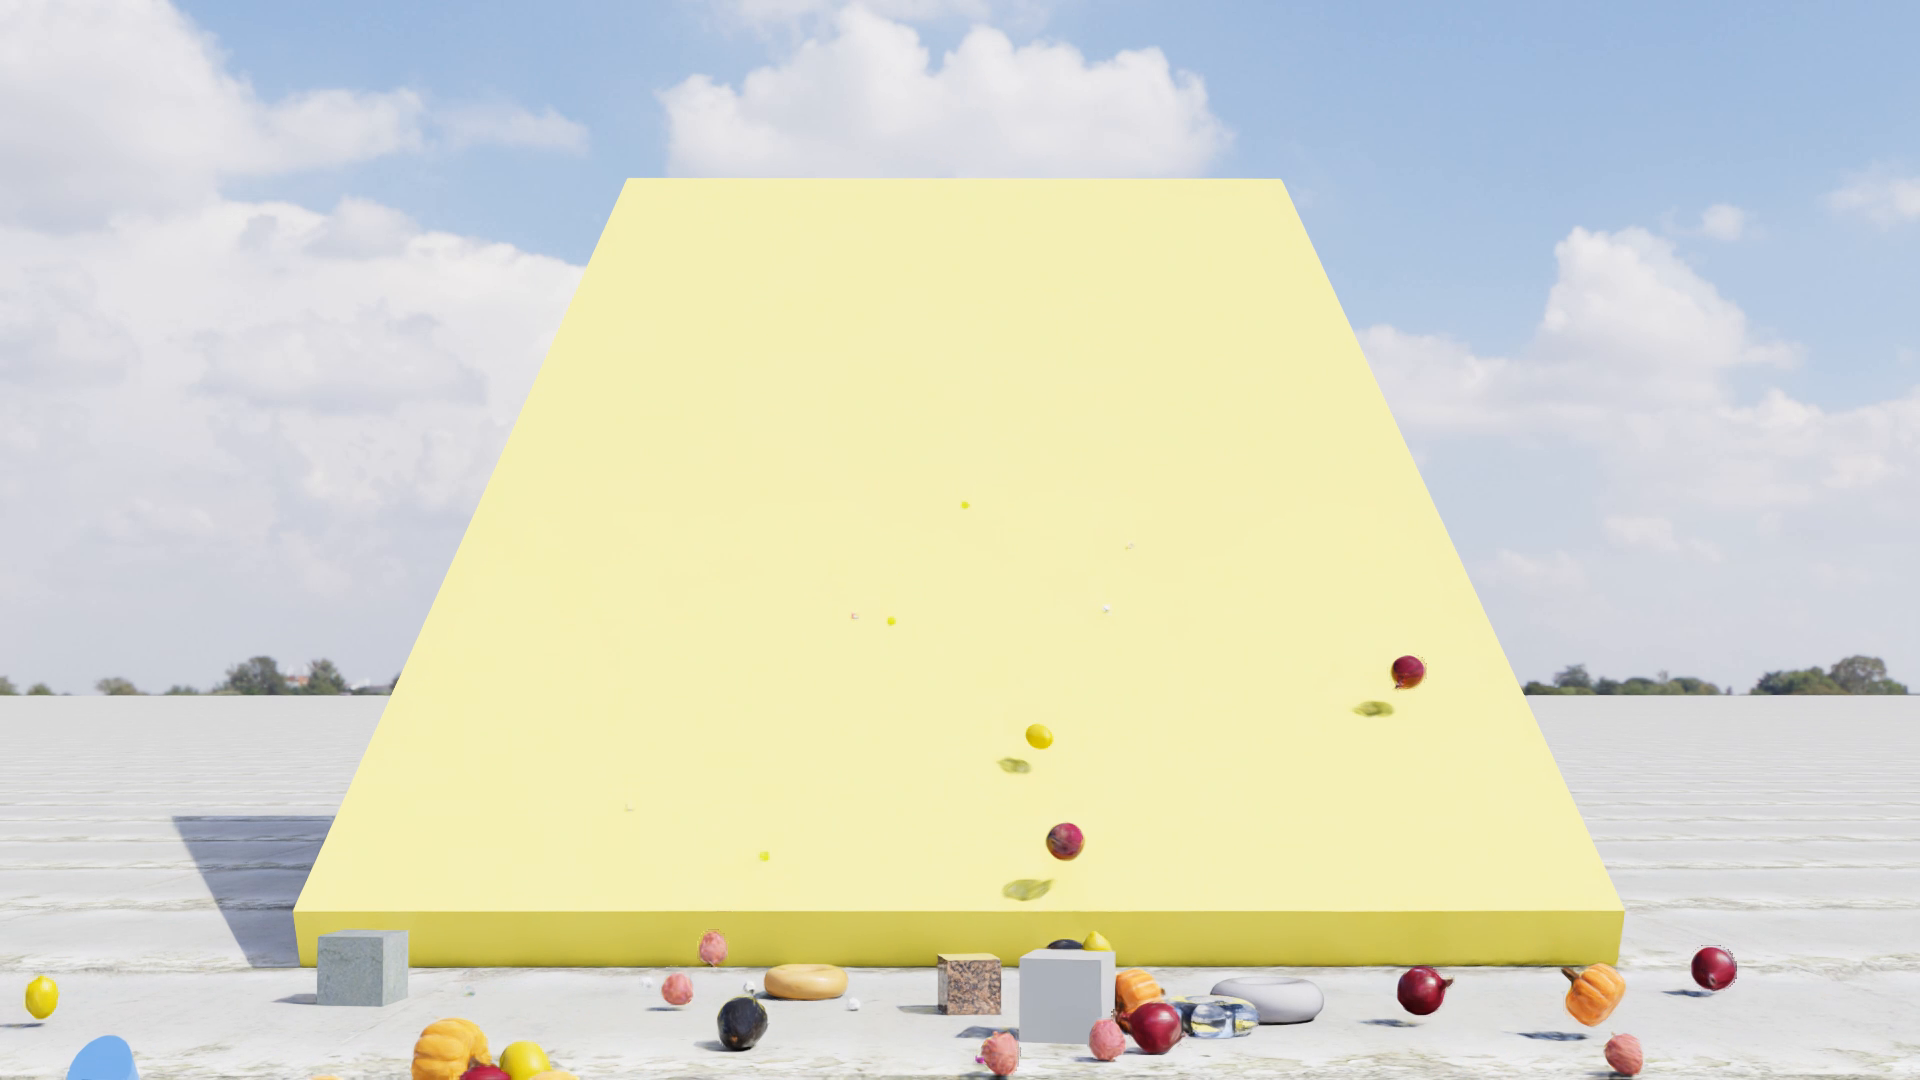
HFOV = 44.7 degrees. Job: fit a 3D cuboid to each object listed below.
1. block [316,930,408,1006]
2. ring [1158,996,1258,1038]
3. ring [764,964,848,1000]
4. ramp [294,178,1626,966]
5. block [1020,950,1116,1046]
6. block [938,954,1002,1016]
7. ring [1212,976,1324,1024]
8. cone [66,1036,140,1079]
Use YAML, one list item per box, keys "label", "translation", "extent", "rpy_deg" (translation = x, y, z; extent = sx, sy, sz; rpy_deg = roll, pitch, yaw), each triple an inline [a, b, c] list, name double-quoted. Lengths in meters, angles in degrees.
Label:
- label: "block"
  translation: [-0.805, 0.577, 3.150]
  extent: [0.091, 0.091, 0.091]
  rpy_deg: [0, -4, 8]
- label: "ring"
  translation: [0.305, 0.584, 2.863]
  extent: [0.123, 0.041, 0.123]
  rpy_deg: [1, -4, 0]
- label: "ring"
  translation: [-0.211, 0.607, 3.206]
  extent: [0.117, 0.039, 0.117]
  rpy_deg: [1, -2, 0]
- label: "ramp"
  translation: [-0.009, -0.229, 5.345]
  extent: [2.000, 0.100, 4.000]
  rpy_deg: [0, 25, 0]
- label: "block"
  translation: [0.131, 0.552, 2.826]
  extent: [0.100, 0.100, 0.100]
  rpy_deg: [-1, -4, 13]
- label: "block"
  translation: [0.012, 0.581, 3.054]
  extent: [0.071, 0.071, 0.071]
  rpy_deg: [1, -4, -11]
- label: "ring"
  translation: [0.392, 0.588, 2.988]
  extent: [0.146, 0.049, 0.146]
  rpy_deg: [0, -5, 0]
- label: "cone"
  translation: [-0.857, 0.557, 2.389]
  extent: [0.077, 0.077, 0.077]
  rpy_deg: [-1, -31, 21]
